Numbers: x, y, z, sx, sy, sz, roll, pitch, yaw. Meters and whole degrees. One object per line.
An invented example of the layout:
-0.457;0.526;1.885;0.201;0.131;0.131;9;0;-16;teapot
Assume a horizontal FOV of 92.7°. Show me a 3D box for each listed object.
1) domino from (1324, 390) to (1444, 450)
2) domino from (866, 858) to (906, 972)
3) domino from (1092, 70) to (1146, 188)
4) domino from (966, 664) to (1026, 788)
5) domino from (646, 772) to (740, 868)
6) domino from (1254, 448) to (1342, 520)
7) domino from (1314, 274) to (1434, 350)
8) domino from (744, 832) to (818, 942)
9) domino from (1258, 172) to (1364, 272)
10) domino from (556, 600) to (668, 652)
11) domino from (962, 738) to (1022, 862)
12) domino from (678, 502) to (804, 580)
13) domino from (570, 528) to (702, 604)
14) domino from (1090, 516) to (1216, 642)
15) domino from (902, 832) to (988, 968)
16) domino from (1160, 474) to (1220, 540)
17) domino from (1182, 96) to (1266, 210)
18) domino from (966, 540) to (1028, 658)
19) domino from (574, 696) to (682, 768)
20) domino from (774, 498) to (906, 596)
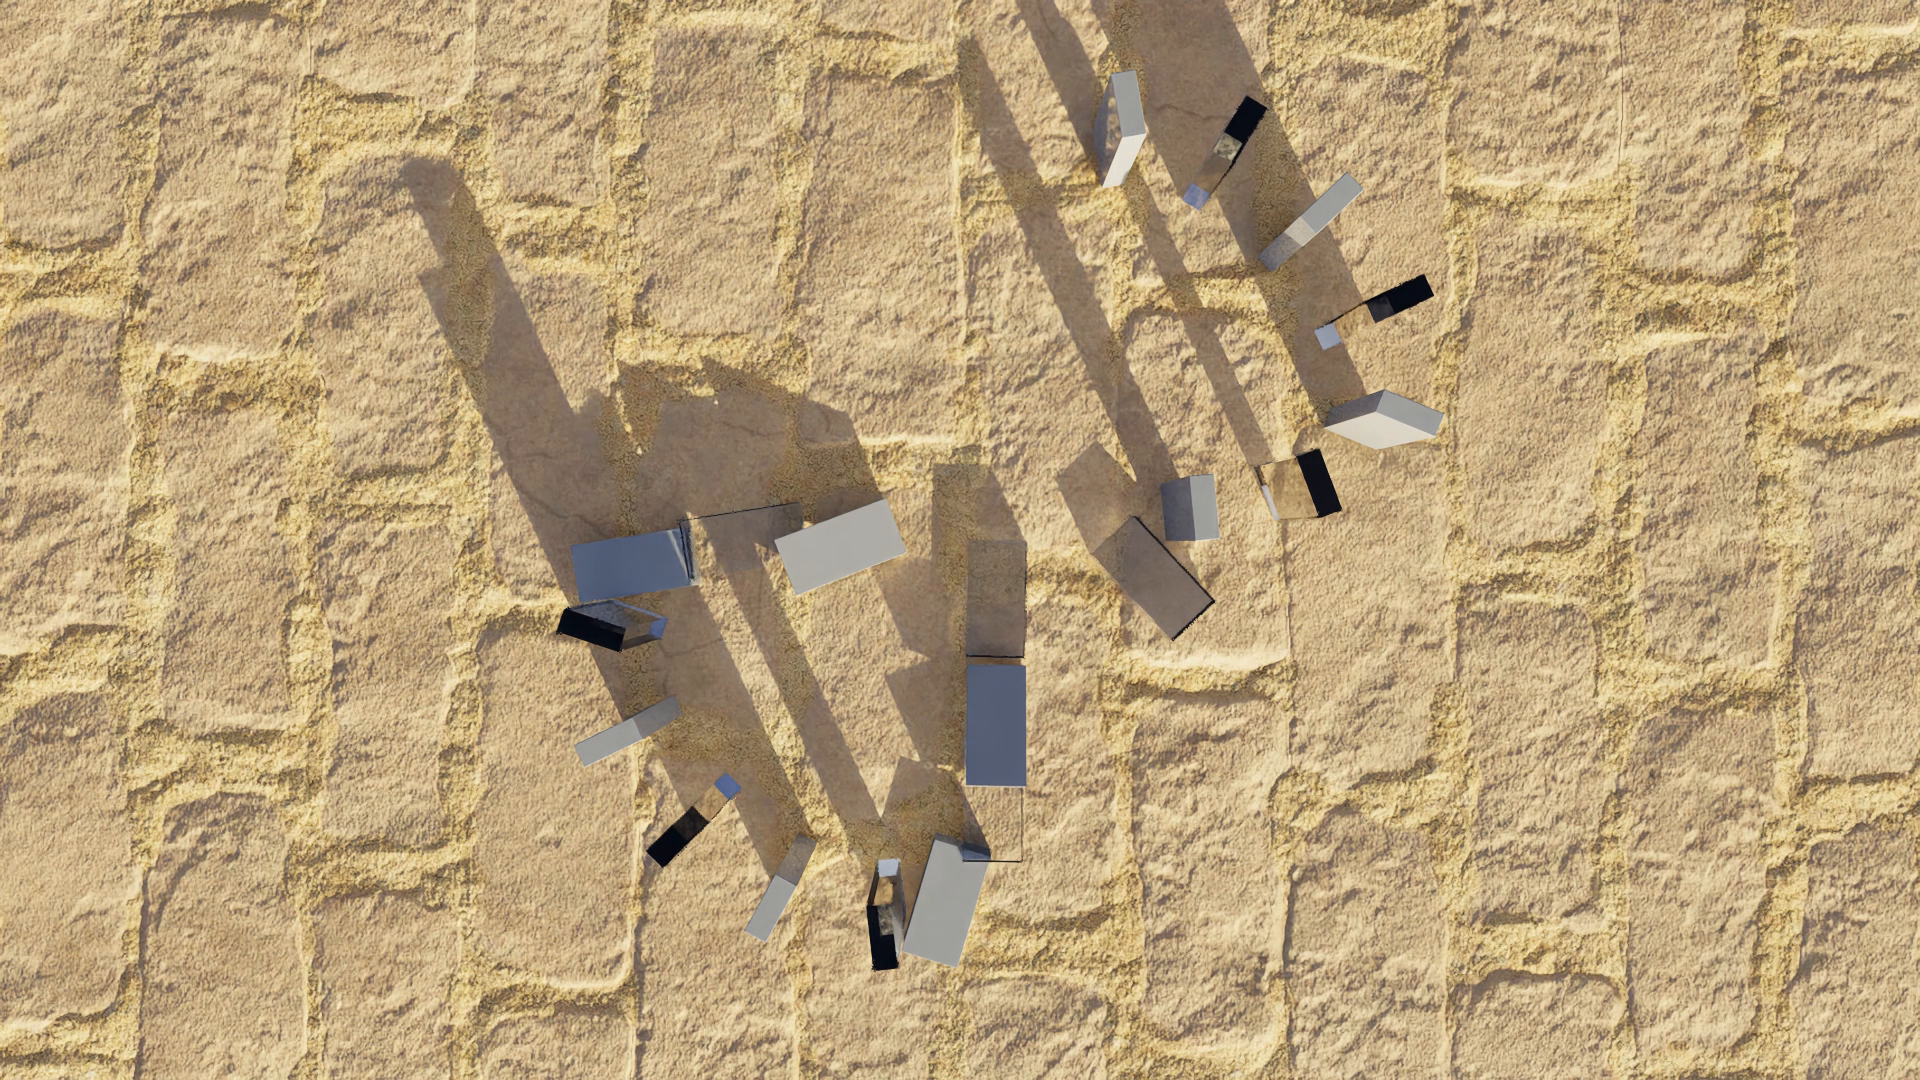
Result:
0.172;-0.049;0.375;0.025;0.050;0.010;22;90;0;domino
-0.030;0.152;0.375;0.010;0.050;0.025;-6;90;0;domino
0.064;-0.167;0.375;0.009;0.050;0.025;-10;90;0;domino
0.015;0.079;0.388;0.025;0.010;0.050;1;72;0;domino
-0.108;0.113;0.375;0.025;0.050;0.009;-44;90;0;domino
0.137;-0.022;0.375;0.009;0.050;0.025;-21;90;0;domino
0.168;-0.092;0.375;0.025;0.050;0.010;-25;90;0;domino
-0.072;0.141;0.375;0.009;0.050;0.025;29;90;0;domino
0.142;-0.129;0.375;0.025;0.050;0.010;-43;90;0;domino
-0.141;0.034;0.375;0.025;0.050;0.010;18;90;0;domino
0.014;0.110;0.390;0.025;0.009;0.050;1;78;0;domino
-0.092;0.000;0.390;0.050;0.009;0.025;-10;90;-11;domino
-0.139;0.011;0.395;0.050;0.010;0.025;-9;90;0;domino
0.083;0.016;0.395;0.025;0.010;0.050;-43;90;0;domino
-0.006;0.155;0.395;0.025;0.009;0.050;17;90;0;domino
0.093;-0.013;0.375;0.009;0.050;0.025;-5;90;0;domino
0.107;-0.157;0.375;0.009;0.050;0.025;31;90;0;domino
0.016;0.025;0.395;0.025;0.009;0.050;1;90;0;domino
-0.134;0.077;0.375;0.025;0.050;0.009;-26;90;0;domino
-0.051;0.003;0.389;0.050;0.009;0.025;-21;93;-13;domino
